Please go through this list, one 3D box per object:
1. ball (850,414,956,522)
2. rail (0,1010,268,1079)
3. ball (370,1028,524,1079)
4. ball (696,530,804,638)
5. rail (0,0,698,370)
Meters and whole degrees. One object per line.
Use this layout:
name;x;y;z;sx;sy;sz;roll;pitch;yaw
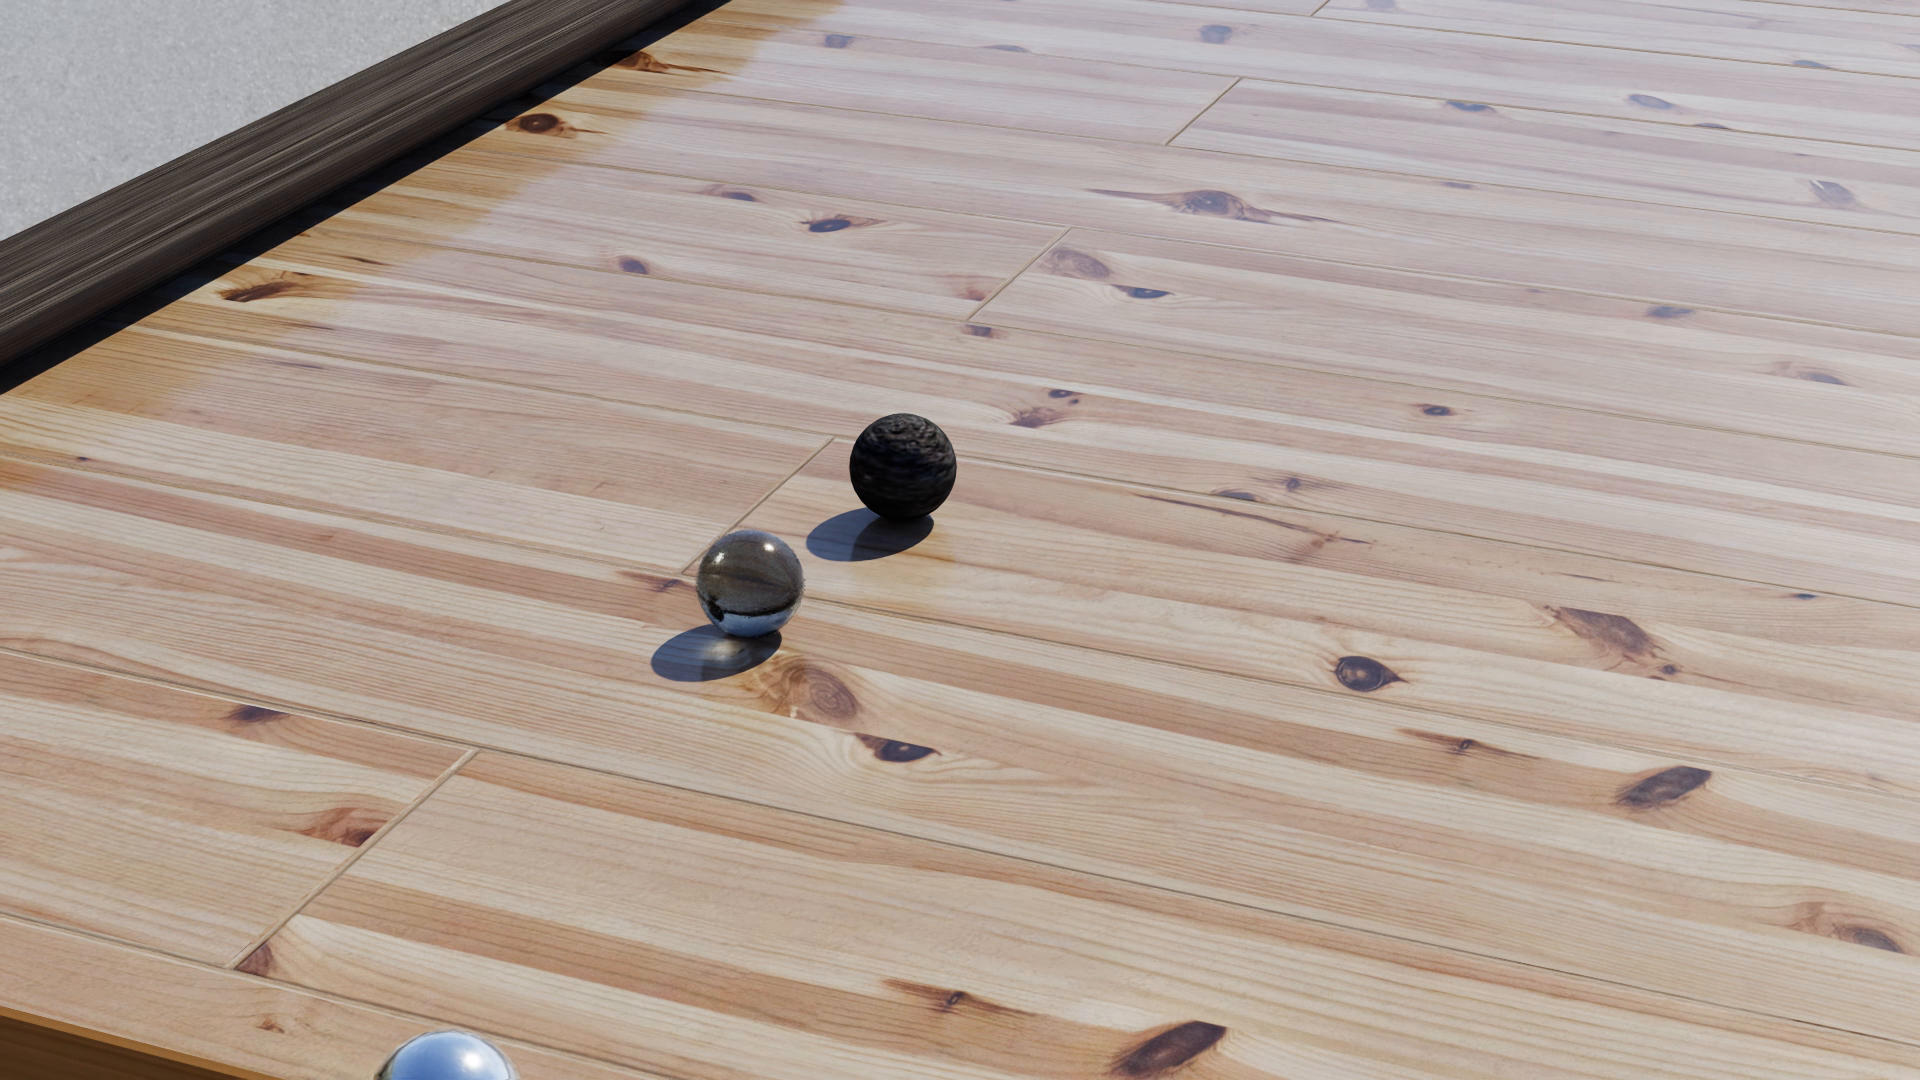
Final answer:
ball;-0.038;-0.049;1.981;0.073;0.073;0.073;0;25;0
rail;-0.266;0.266;1.274;1.641;0.097;0.045;10;27;20
ball;-0.231;0.257;1.323;0.073;0.073;0.073;0;25;0
ball;-0.130;0.027;1.823;0.067;0.067;0.067;0;25;0
rail;-0.464;-0.425;2.759;0.045;0.097;2.936;10;27;20
